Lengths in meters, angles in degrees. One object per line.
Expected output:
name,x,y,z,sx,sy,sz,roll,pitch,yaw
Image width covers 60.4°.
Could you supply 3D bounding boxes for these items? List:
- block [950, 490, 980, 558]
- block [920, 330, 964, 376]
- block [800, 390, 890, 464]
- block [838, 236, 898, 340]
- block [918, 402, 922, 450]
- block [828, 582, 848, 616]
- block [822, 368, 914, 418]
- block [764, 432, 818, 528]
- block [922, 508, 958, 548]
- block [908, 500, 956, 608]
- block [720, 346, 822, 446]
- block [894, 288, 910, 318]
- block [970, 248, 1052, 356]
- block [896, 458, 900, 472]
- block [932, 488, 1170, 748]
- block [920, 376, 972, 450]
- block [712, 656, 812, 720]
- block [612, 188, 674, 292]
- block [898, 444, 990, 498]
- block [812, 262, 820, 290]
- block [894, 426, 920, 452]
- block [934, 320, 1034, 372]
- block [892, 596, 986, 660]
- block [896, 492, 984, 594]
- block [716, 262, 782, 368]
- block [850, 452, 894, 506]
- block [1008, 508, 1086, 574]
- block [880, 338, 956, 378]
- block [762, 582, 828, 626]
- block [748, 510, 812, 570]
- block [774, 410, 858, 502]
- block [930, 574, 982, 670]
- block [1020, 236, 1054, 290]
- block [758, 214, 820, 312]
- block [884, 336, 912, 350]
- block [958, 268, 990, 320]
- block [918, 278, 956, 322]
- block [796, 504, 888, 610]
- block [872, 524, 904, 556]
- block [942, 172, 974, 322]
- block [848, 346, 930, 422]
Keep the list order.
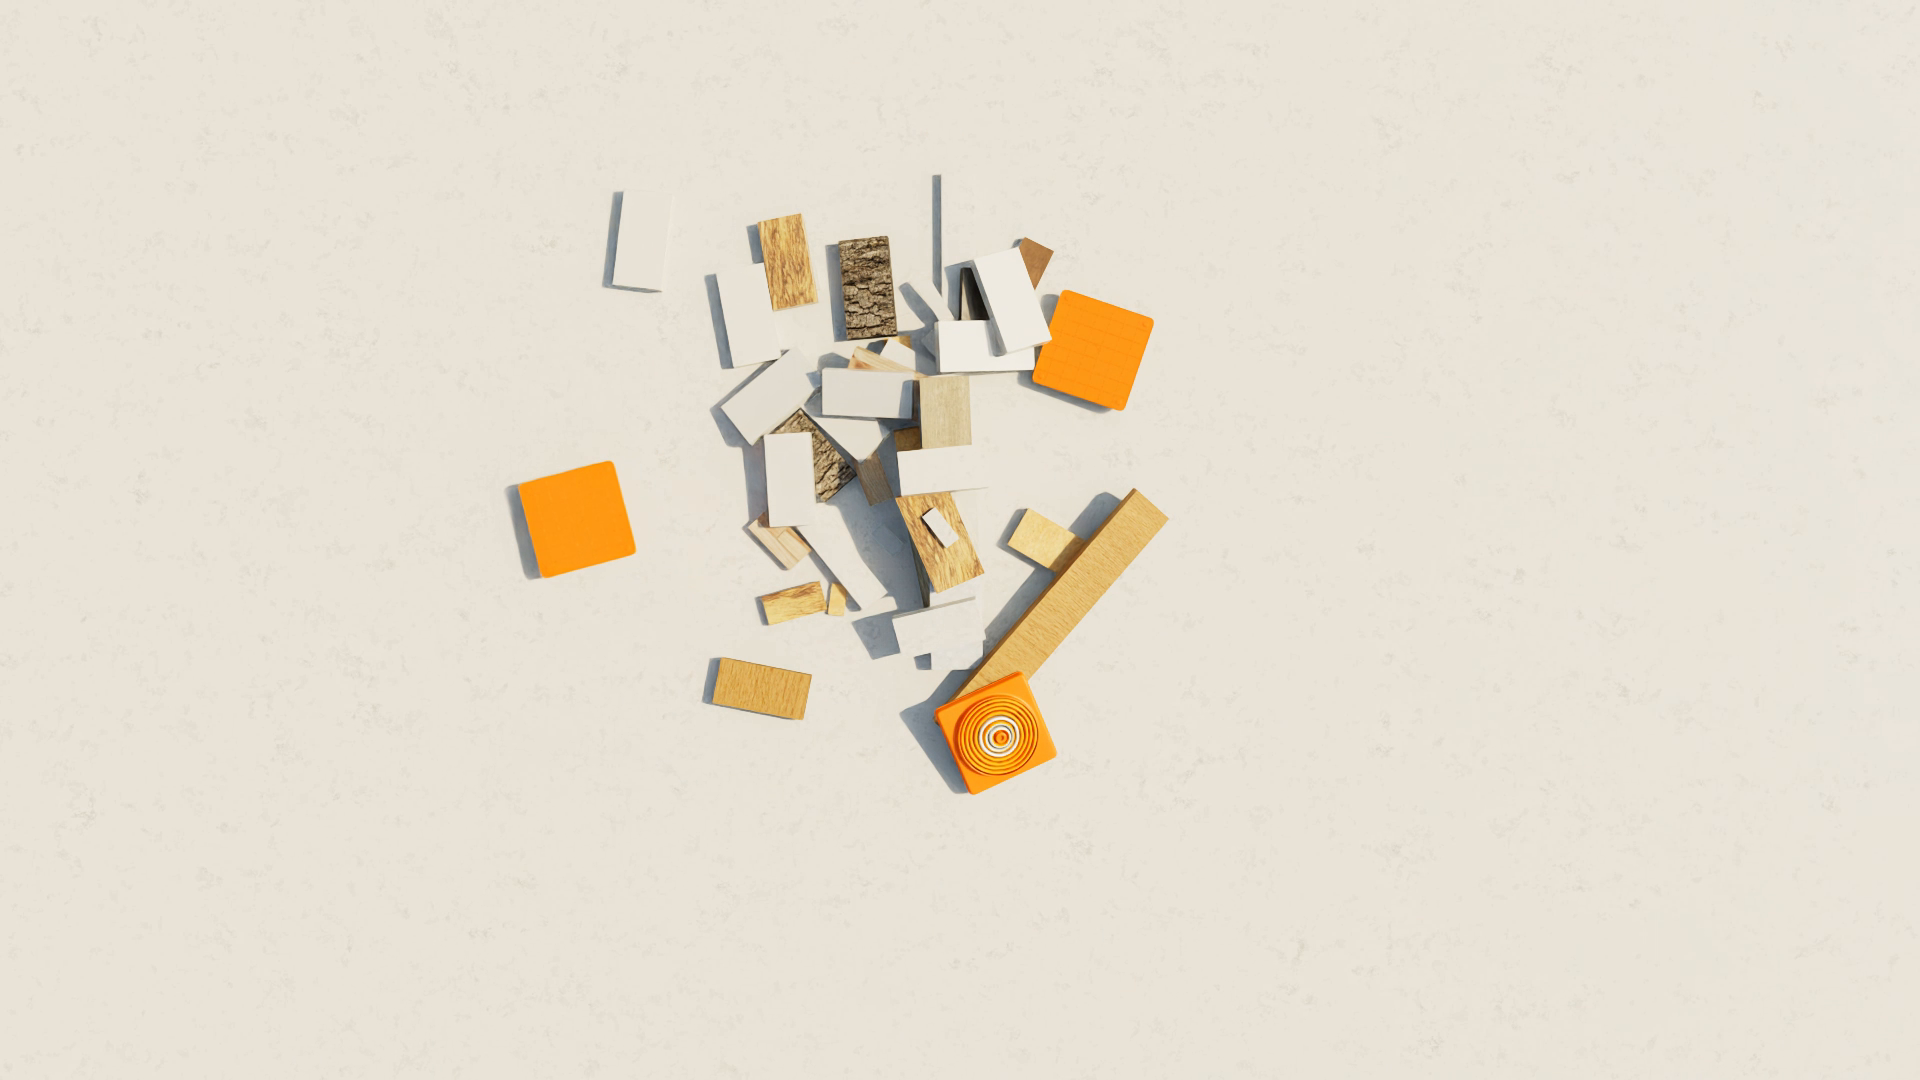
block,-0.022,-0.081,5.436,0.159,0.045,0.319,-4,106,0
block,-0.039,-0.624,5.463,0.088,0.025,0.176,-38,98,19
block,-0.380,-0.398,5.465,0.283,0.040,0.141,43,90,6
block,-0.305,-0.834,5.469,0.163,0.046,0.327,-5,90,5
block,-0.049,-0.303,5.418,0.159,0.045,0.319,-5,110,-2
block,-0.406,0.198,5.493,0.052,0.015,0.104,8,90,0
block,-0.300,-0.480,5.386,0.296,0.042,0.148,3,106,8
block,-0.558,-0.199,5.441,0.152,0.043,0.303,-3,92,3
block,-0.061,-0.040,5.301,0.052,0.015,0.127,-38,91,3
block,-0.066,0.051,5.423,0.169,0.048,0.338,-11,105,2
block,-0.614,-0.477,5.455,0.321,0.046,0.161,-39,77,2
block,-0.206,-0.791,5.493,0.046,0.013,0.092,-24,90,0
block,0.167,-0.782,5.409,0.163,0.046,0.327,-18,85,-19
block,-0.117,-0.245,5.488,0.176,0.025,0.088,-11,90,0
block,0.299,0.260,5.440,0.152,0.043,1.010,40,92,-18
block,-0.045,-0.368,5.329,0.159,0.045,0.319,-3,97,-2
block,-0.656,0.493,5.479,0.303,0.043,0.152,11,90,0
block,-1.049,-0.996,5.477,0.161,0.046,0.321,7,90,0
block,-0.054,-0.223,5.285,0.281,0.040,0.140,-6,82,-2
block,-0.495,-0.875,5.493,0.046,0.013,0.092,-11,90,0
block,-0.127,-0.335,5.472,0.176,0.025,0.088,-10,113,0
block,0.081,-0.637,5.423,0.327,0.046,0.163,-3,93,-18
block,-0.068,0.286,5.393,0.281,0.040,0.140,-14,105,3
block,-0.064,-0.015,5.333,0.169,0.048,0.338,-24,91,2
block,-0.699,-0.745,5.477,0.161,0.046,0.321,-11,90,0
block,-0.291,-0.209,5.488,0.088,0.025,0.176,-22,90,0
block,0.314,0.025,5.480,0.281,0.040,0.140,30,90,0
block,-0.142,-0.537,5.453,0.283,0.040,0.141,29,92,0
block,-0.549,0.210,5.486,0.199,0.028,0.099,-15,90,0
block,-0.598,-0.005,5.486,0.099,0.028,0.199,-44,90,0
block,-0.488,-0.278,5.480,0.141,0.040,0.284,-41,90,0
block,-0.012,0.259,5.431,0.169,0.048,0.338,-1,106,0
block,0.215,-0.884,5.484,0.110,0.031,0.220,26,90,0
block,-0.570,-0.920,5.471,0.148,0.042,0.296,-10,90,7
block,-0.198,-0.587,5.488,0.088,0.025,0.176,-8,90,0
block,0.054,-0.786,5.454,0.110,0.031,0.220,2,89,-18
block,-0.046,-0.733,5.454,0.046,0.013,0.293,-31,100,6
block,-0.404,0.049,5.476,0.099,0.028,0.400,-39,88,-1
block,-0.240,-0.001,5.493,0.052,0.015,0.104,-44,90,0
block,-0.006,-0.957,5.484,0.110,0.031,0.526,0,90,0
block,-0.230,-0.508,5.412,0.296,0.042,0.148,24,107,2
